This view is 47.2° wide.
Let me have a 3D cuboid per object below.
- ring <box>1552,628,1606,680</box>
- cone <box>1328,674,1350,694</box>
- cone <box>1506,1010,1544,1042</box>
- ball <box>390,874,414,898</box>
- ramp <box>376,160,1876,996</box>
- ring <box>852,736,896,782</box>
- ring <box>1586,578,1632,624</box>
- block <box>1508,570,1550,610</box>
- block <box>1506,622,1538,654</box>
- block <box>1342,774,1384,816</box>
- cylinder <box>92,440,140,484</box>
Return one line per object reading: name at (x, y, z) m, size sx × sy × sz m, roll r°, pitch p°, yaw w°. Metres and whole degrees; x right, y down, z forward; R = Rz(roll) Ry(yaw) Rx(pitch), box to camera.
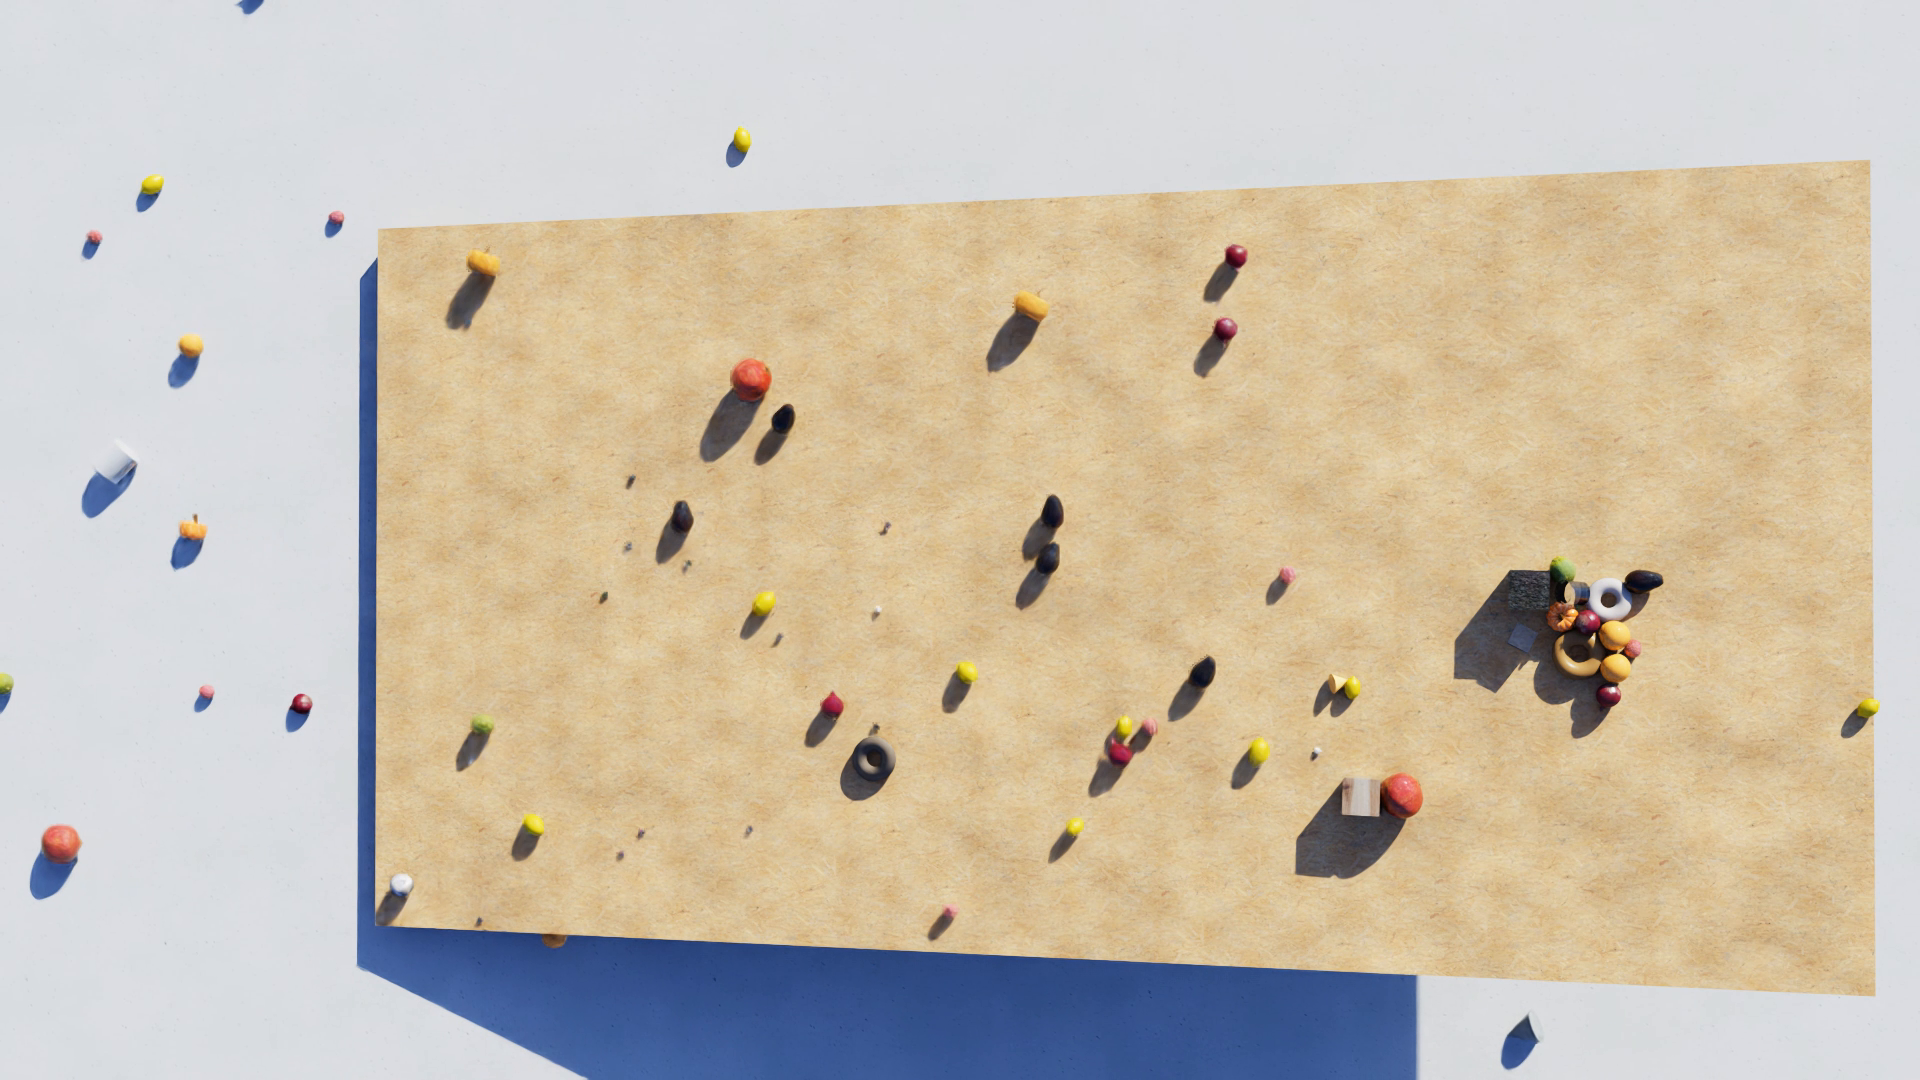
ring at (1.523, 0.280, 5.411) m, size 0.130 × 0.043 × 0.130 m, roll -1°, pitch 88°, yaw 15°
cone at (0.967, 0.361, 5.573) m, size 0.050 × 0.050 × 0.050 m, roll -8°, pitch 89°, yaw -11°
cone at (1.626, 1.422, 6.370) m, size 0.095 × 0.095 × 0.095 m, roll -25°, pitch 89°, yaw 26°
ball at (-1.585, 0.980, 6.242) m, size 0.067 × 0.067 × 0.067 m, roll 0°, pitch 89°, yaw 0°
ramp at (0.267, 0.097, 5.833) m, size 4.000 × 0.100 × 2.000 m, roll 0°, pitch 89°, yaw 15°
ring at (-0.230, 0.587, 5.890) m, size 0.121 × 0.040 × 0.121 m, roll 0°, pitch 90°, yaw 14°
ring at (1.592, 0.148, 5.397) m, size 0.112 × 0.037 × 0.112 m, roll 0°, pitch 88°, yaw 15°
block at (1.403, 0.123, 5.418) m, size 0.097 × 0.097 × 0.097 m, roll 1°, pitch 90°, yaw 15°
block at (1.392, 0.242, 5.440) m, size 0.056 × 0.056 × 0.056 m, roll 27°, pitch 96°, yaw 14°
block at (1.011, 0.641, 5.520) m, size 0.091 × 0.091 × 0.091 m, roll 2°, pitch 89°, yaw 16°
cylinder at (-2.445, -0.228, 6.371) m, size 0.090 × 0.090 × 0.090 m, roll -44°, pitch 89°, yaw -1°
